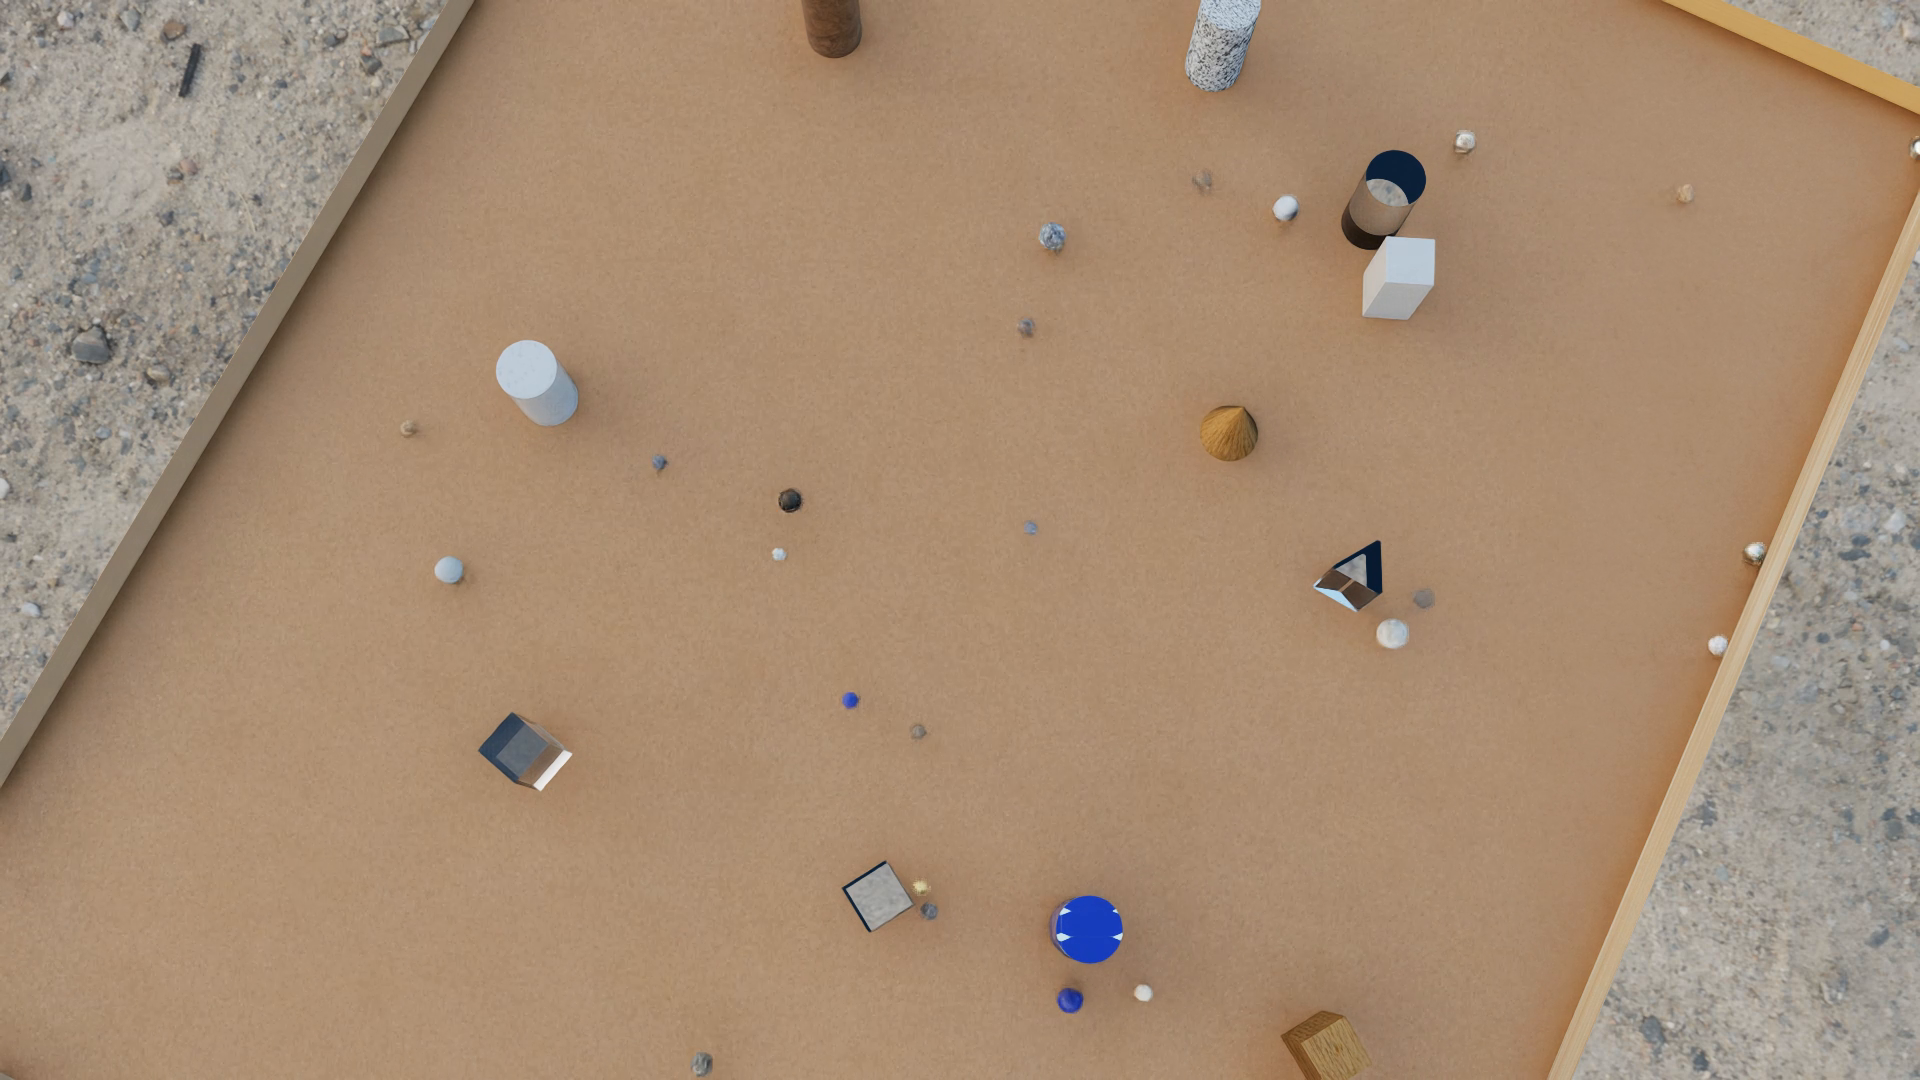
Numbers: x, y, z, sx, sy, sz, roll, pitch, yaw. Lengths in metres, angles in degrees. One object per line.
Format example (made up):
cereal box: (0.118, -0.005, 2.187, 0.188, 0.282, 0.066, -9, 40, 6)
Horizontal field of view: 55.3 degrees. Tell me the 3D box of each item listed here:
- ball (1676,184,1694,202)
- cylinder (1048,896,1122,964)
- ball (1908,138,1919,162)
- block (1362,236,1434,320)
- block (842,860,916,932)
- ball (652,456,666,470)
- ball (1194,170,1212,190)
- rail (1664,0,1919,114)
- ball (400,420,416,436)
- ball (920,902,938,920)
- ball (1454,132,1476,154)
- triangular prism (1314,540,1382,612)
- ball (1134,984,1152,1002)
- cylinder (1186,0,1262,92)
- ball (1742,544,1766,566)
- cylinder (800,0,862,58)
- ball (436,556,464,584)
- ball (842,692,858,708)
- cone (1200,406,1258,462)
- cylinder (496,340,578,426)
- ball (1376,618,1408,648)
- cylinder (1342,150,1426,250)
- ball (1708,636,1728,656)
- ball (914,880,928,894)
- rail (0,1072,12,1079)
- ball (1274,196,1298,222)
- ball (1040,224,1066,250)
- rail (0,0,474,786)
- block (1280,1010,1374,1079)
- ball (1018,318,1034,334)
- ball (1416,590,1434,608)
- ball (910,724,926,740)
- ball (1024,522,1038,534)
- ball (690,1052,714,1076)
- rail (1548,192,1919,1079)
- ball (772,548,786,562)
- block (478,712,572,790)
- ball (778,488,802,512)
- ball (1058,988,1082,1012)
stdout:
ball: (2.302, -1.099, 5.815, 0.056, 0.056, 0.056, 0, 78, 0)
cylinder: (0.350, 1.097, 5.169, 0.180, 0.432, 0.180, 0, 78, 0)
ball: (3.064, -1.244, 5.834, 0.076, 0.076, 0.076, 0, 78, 0)
block: (1.341, -0.799, 5.616, 0.144, 0.324, 0.144, 4, 78, 1)
block: (-0.231, 1.023, 5.253, 0.144, 0.298, 0.144, -32, 80, -6)
ball: (-0.926, -0.237, 5.644, 0.041, 0.041, 0.041, 0, 78, 0)
ball: (0.771, -1.144, 5.823, 0.057, 0.057, 0.057, 0, 78, 0)
rail: (1.178, -2.302, 6.031, 4.495, 0.117, 0.045, 26, 80, 5)
ball: (-1.704, -0.344, 5.662, 0.050, 0.050, 0.050, 0, 78, 0)
ball: (-0.091, 1.086, 5.366, 0.050, 0.050, 0.050, 0, 78, 0)
ball: (1.607, -1.266, 5.843, 0.068, 0.068, 0.068, 0, 78, 0)
triangular prism: (1.177, 0.091, 5.437, 0.156, 0.314, 0.135, 30, 80, 6)
ball: (0.531, 1.314, 5.320, 0.048, 0.048, 0.048, 0, 78, 0)
cylinder: (0.818, -1.577, 5.728, 0.180, 0.420, 0.180, 0, 78, 0)
ball: (2.416, 0.044, 5.574, 0.065, 0.065, 0.065, 0, 78, 0)
cylinder: (-0.408, -1.691, 5.752, 0.180, 0.418, 0.180, 0, 78, 0)
ball: (-1.548, 0.091, 5.555, 0.083, 0.083, 0.083, 0, 78, 0)
ball: (-0.330, 0.480, 5.493, 0.047, 0.047, 0.047, 0, 78, 0)
cone: (0.834, -0.361, 5.537, 0.180, 0.302, 0.180, 0, 78, 0)
cylinder: (-1.278, -0.472, 5.556, 0.180, 0.310, 0.180, 0, 78, 0)
ball: (1.299, 0.281, 5.512, 0.090, 0.090, 0.090, 0, 78, 0)
cylinder: (1.301, -1.043, 5.646, 0.180, 0.363, 0.180, 0, 78, 0)
ball: (2.285, 0.320, 5.520, 0.059, 0.059, 0.059, 0, 78, 0)
ball: (-0.113, 1.019, 5.385, 0.041, 0.041, 0.041, 0, 78, 0)
rail: (-1.178, 2.314, 5.077, 4.495, 0.117, 0.045, 26, 80, 5)
ball: (1.031, -1.048, 5.793, 0.078, 0.078, 0.078, 0, 78, 0)
ball: (0.291, -0.955, 5.771, 0.084, 0.084, 0.084, 0, 78, 0)
rail: (-1.989, -0.968, 5.756, 0.045, 0.117, 5.317, 26, 80, 5)
block: (1.028, 1.431, 5.152, 0.144, 0.331, 0.144, -30, 80, -6)
ball: (0.206, -0.669, 5.728, 0.052, 0.052, 0.052, 0, 78, 0)
ball: (1.406, 0.179, 5.552, 0.053, 0.053, 0.053, 0, 78, 0)
ball: (-0.124, 0.573, 5.475, 0.045, 0.045, 0.045, 0, 78, 0)
ball: (0.216, -0.036, 5.602, 0.042, 0.042, 0.042, 0, 78, 0)
ball: (-0.743, 1.508, 5.271, 0.066, 0.066, 0.066, 0, 78, 0)
rail: (1.989, 0.980, 5.353, 0.045, 0.117, 5.317, 26, 80, 5)
ball: (-0.552, 0.044, 5.586, 0.041, 0.041, 0.041, 0, 78, 0)
block: (-1.260, 0.617, 5.325, 0.144, 0.321, 0.144, 39, 81, 7)
ball: (-0.520, -0.121, 5.605, 0.072, 0.072, 0.072, 0, 78, 0)
ball: (0.317, 1.332, 5.305, 0.071, 0.071, 0.071, 0, 78, 0)
